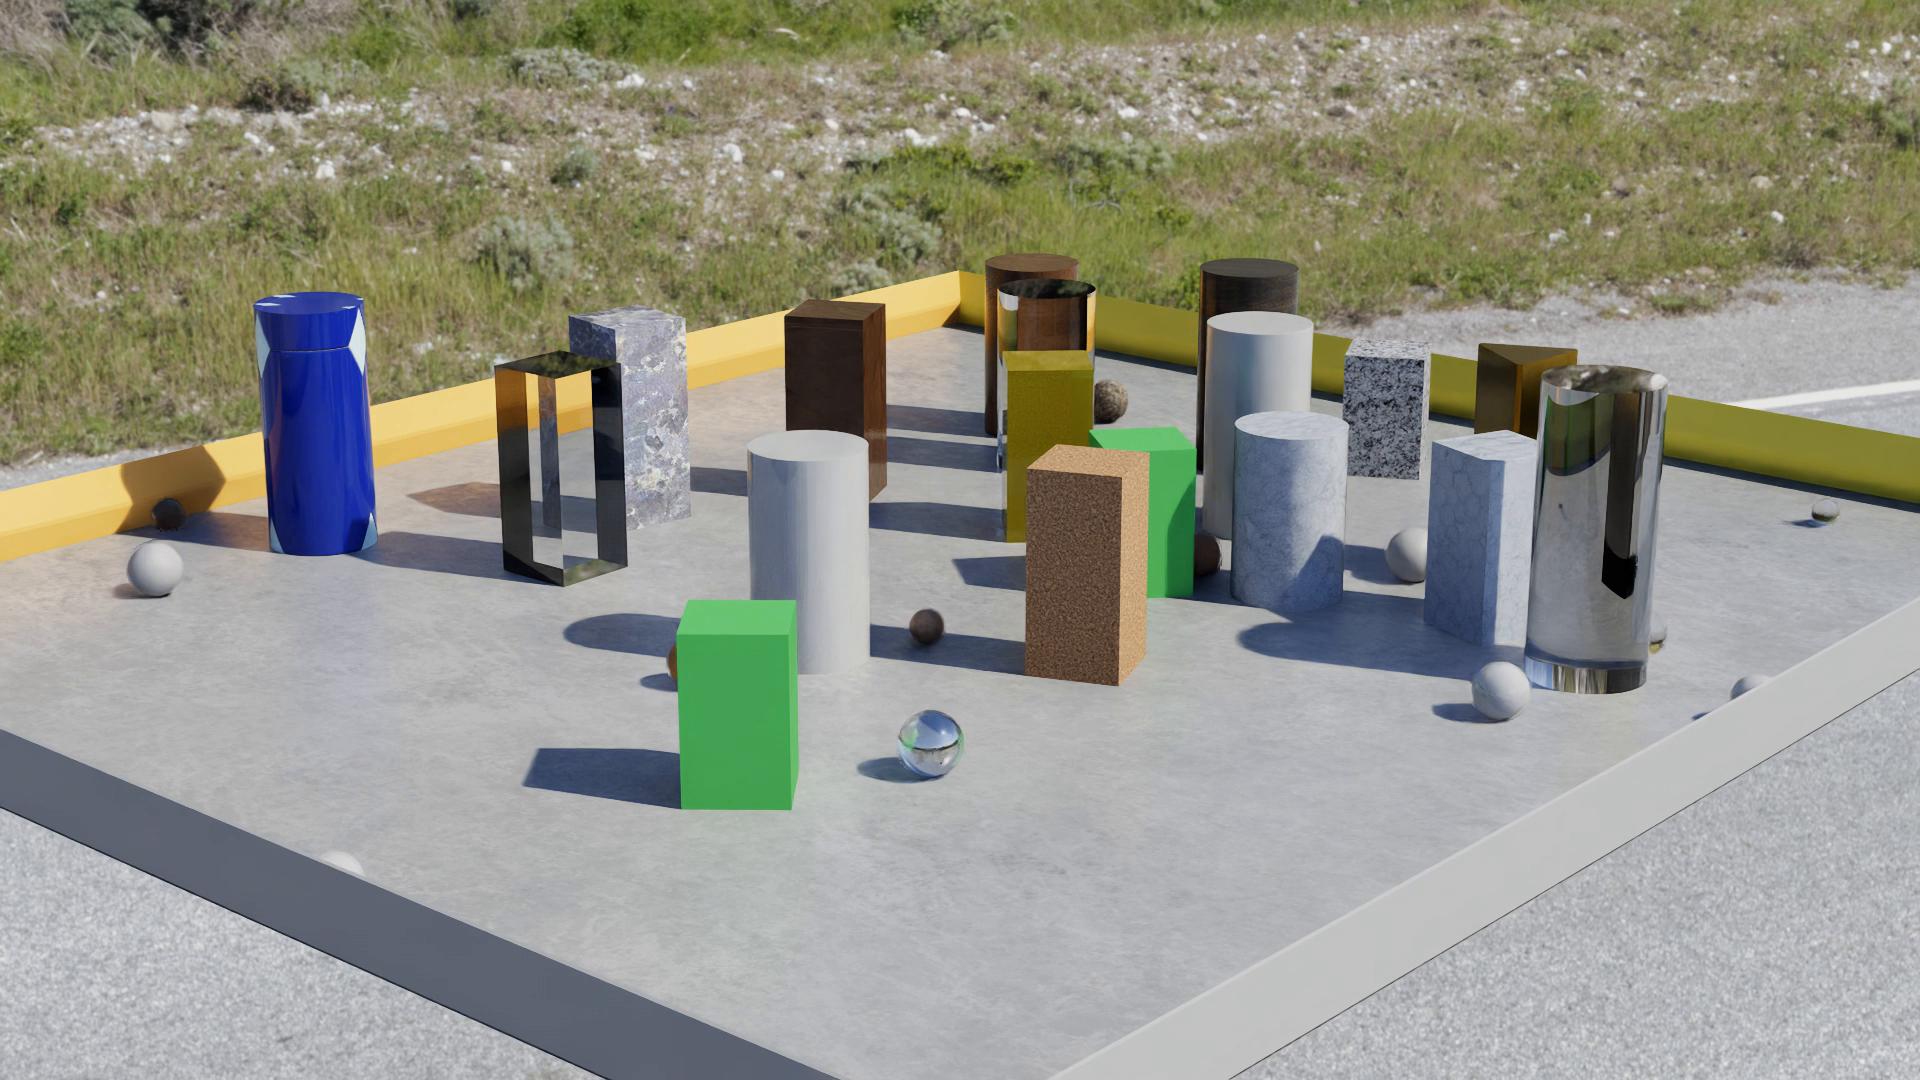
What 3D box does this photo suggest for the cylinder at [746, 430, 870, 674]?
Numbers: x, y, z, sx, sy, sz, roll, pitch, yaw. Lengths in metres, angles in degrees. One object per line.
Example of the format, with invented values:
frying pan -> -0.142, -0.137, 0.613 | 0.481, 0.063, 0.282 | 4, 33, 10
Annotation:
cylinder -> -0.245, 0.018, 4.772 | 0.196, 0.357, 0.196 | 0, 17, 0

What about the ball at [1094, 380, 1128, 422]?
ball -> 0.318, -0.299, 6.289 | 0.088, 0.088, 0.088 | 0, 17, 0

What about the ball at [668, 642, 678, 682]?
ball -> -0.422, 0.192, 4.664 | 0.086, 0.086, 0.086 | 0, 17, 0

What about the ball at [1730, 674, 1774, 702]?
ball -> 1.221, 0.246, 4.492 | 0.082, 0.082, 0.082 | 0, 17, 0

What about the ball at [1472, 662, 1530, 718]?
ball -> 0.834, 0.232, 4.527 | 0.089, 0.089, 0.089 | 0, 17, 0

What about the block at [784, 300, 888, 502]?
block -> -0.240, -0.268, 5.702 | 0.157, 0.368, 0.157 | 4, 17, 14

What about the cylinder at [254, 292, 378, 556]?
cylinder -> -1.181, -0.214, 5.379 | 0.196, 0.451, 0.196 | 0, 17, 0

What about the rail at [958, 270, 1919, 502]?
rail -> 1.067, -0.323, 6.297 | 2.877, 0.127, 0.045 | 14, 22, 39

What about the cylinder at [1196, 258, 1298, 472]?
cylinder -> 0.575, -0.346, 5.891 | 0.196, 0.409, 0.196 | 0, 17, 0

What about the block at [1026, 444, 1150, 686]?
block -> 0.205, 0.039, 4.720 | 0.157, 0.347, 0.157 | 6, 18, 18

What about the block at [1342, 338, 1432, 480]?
block -> 0.858, -0.264, 5.901 | 0.157, 0.246, 0.157 | 4, 17, 13

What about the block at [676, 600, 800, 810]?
block -> -0.317, 0.236, 4.212 | 0.157, 0.263, 0.157 | 0, 17, 1

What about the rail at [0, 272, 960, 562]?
rail -> -1.068, -0.236, 6.008 | 0.045, 0.127, 3.303 | 14, 22, 39

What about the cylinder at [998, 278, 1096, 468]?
cylinder -> 0.173, -0.328, 5.910 | 0.196, 0.364, 0.196 | 0, 17, 0

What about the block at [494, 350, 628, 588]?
block -> -0.709, -0.129, 5.225 | 0.157, 0.377, 0.157 | 13, 21, 38

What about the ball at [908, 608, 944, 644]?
ball -> -0.056, 0.143, 4.875 | 0.058, 0.058, 0.058 | 0, 17, 0

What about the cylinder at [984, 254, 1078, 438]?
cylinder -> 0.150, -0.408, 6.177 | 0.196, 0.361, 0.196 | 0, 17, 0

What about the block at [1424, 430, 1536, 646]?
block -> 0.896, -0.005, 4.920 | 0.157, 0.316, 0.157 | -9, 19, -27

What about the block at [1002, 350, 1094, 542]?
block -> 0.162, -0.175, 5.463 | 0.157, 0.328, 0.157 | -1, 17, -2

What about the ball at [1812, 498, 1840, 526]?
ball -> 1.633, -0.052, 5.535 | 0.052, 0.052, 0.052 | 0, 17, 0

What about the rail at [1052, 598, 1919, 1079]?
rail -> 1.068, 0.300, 4.232 | 0.045, 0.127, 3.303 | 14, 22, 39

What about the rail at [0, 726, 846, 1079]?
rail -> -1.067, 0.387, 3.943 | 2.877, 0.127, 0.045 | 14, 22, 39

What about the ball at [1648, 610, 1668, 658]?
ball -> 1.119, 0.152, 4.803 | 0.082, 0.082, 0.082 | 0, 17, 0

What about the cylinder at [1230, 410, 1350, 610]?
cylinder -> 0.572, -0.053, 5.096 | 0.196, 0.305, 0.196 | 0, 17, 0

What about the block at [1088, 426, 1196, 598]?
block -> 0.317, -0.048, 5.149 | 0.157, 0.266, 0.157 | -3, 17, -9

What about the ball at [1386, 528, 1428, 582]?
ball -> 0.804, 0.025, 5.201 | 0.096, 0.096, 0.096 | 0, 17, 0

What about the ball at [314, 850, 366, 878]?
ball -> -0.818, 0.447, 3.819 | 0.086, 0.086, 0.086 | 0, 17, 0

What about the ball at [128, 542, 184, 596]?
ball -> -1.404, 0.051, 5.120 | 0.094, 0.094, 0.094 | 0, 17, 0

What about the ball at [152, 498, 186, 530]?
ball -> -1.485, -0.048, 5.503 | 0.061, 0.061, 0.061 | 0, 17, 0

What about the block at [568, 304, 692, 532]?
block -> -0.624, -0.232, 5.549 | 0.157, 0.388, 0.157 | -14, 22, -38

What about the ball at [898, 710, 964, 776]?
ball -> -0.043, 0.298, 4.293 | 0.098, 0.098, 0.098 | 0, 17, 0

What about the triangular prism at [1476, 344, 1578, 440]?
triangular prism -> 0.976, -0.142, 5.221 | 0.170, 0.403, 0.147 | -16, 23, -42

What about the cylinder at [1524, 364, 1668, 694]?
cylinder -> 1.009, -0.018, 4.662 | 0.196, 0.490, 0.196 | 0, 17, 0

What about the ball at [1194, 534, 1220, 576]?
ball -> 0.427, 0.027, 5.229 | 0.077, 0.077, 0.077 | 0, 17, 0

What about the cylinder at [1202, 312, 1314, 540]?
cylinder -> 0.554, -0.212, 5.471 | 0.196, 0.395, 0.196 | 0, 17, 0
